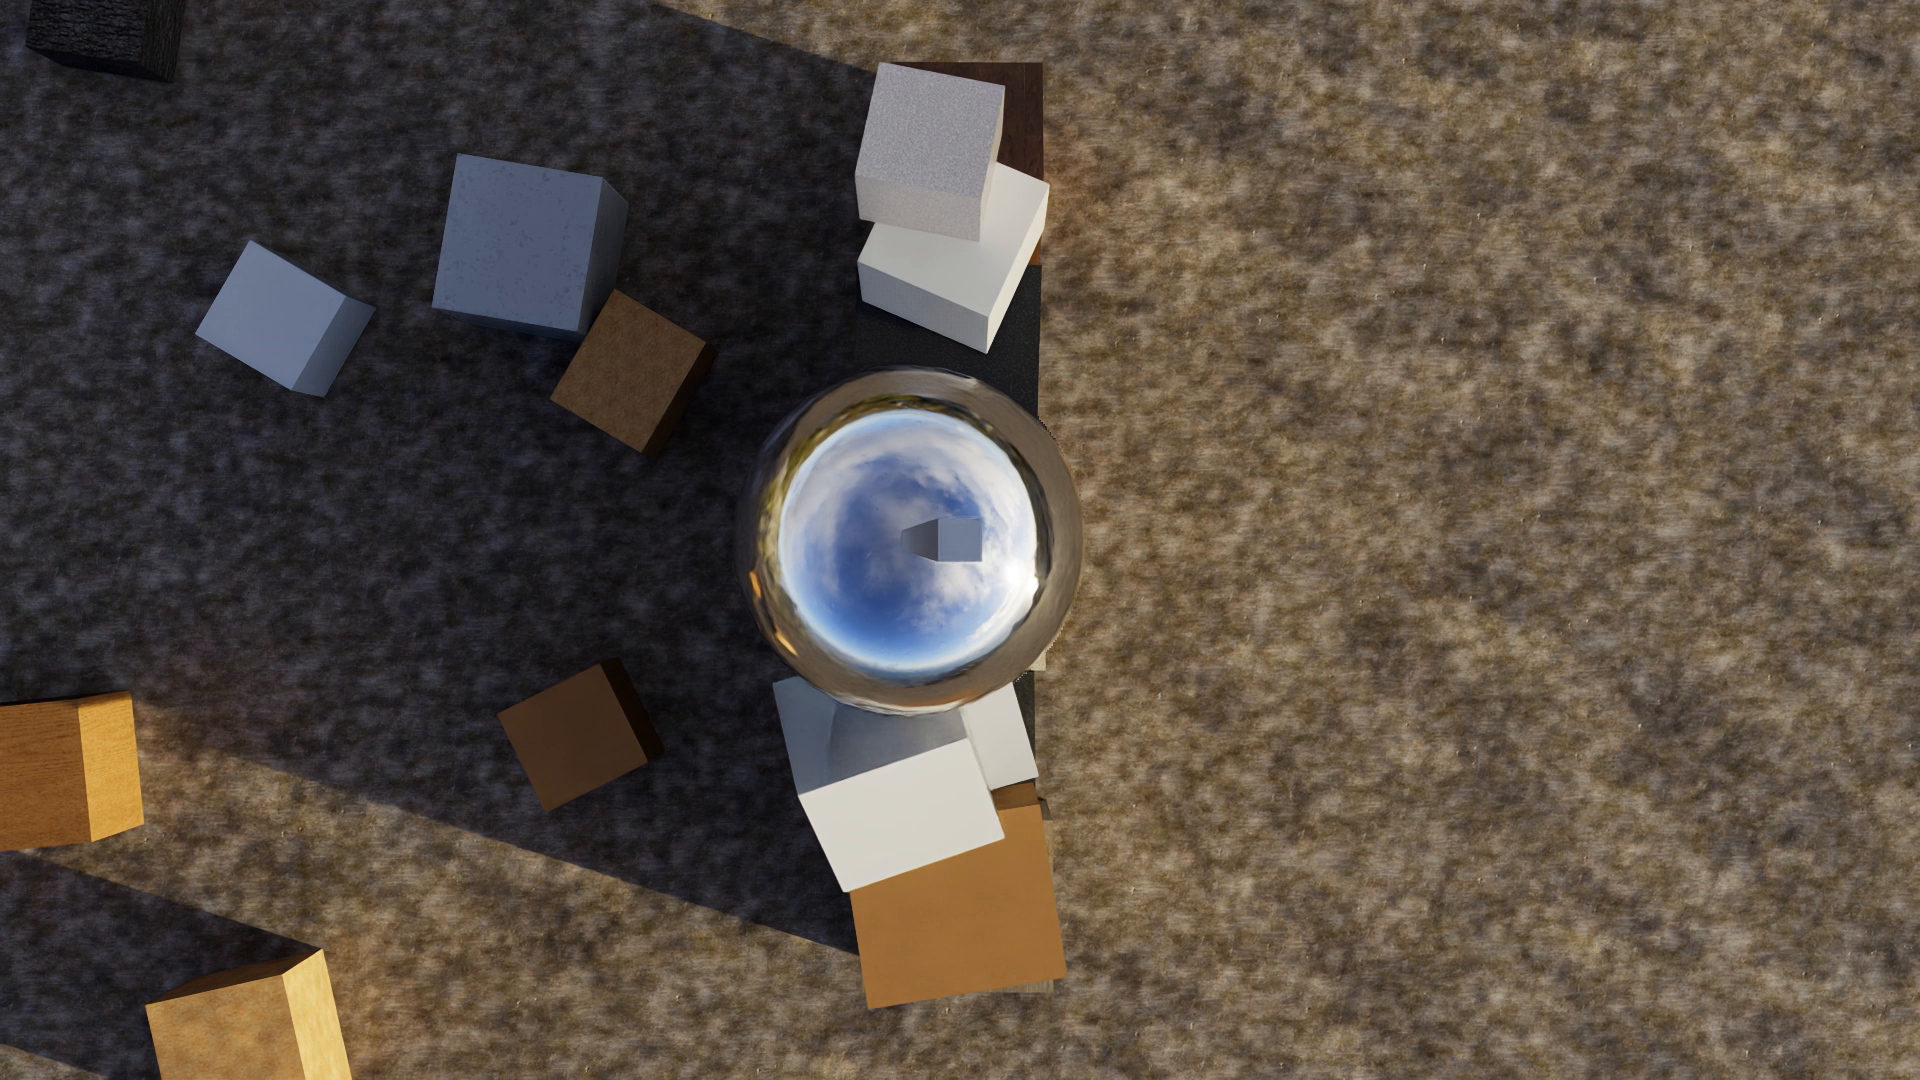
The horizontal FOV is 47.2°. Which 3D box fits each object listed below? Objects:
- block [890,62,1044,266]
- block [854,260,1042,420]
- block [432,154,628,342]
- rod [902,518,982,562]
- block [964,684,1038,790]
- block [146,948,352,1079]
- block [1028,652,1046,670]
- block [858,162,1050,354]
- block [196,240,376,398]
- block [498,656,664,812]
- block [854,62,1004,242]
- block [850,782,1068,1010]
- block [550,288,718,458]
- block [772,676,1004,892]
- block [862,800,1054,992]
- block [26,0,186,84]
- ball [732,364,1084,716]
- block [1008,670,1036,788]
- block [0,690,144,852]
[{"bbox_3d":[0.032,-1.952,11.725,0.794,0.854,0.834,0,69,0],"label":"block"},{"bbox_3d":[-0.067,-0.922,11.612,0.935,0.985,0.961,2,90,0],"label":"block"},{"bbox_3d":[-2.427,-1.632,12.527,0.810,0.947,0.857,10,90,0],"label":"block"},{"bbox_3d":[-0.101,0.000,6.609,0.080,5.200,0.080,0,90,-2],"label":"rod"},{"bbox_3d":[-0.183,0.876,11.693,0.947,0.879,0.962,-16,90,0],"label":"block"},{"bbox_3d":[-4.059,2.907,12.614,0.781,0.772,0.831,-13,90,0],"label":"block"},{"bbox_3d":[0.003,0.291,12.585,0.941,0.831,0.861,0,90,0],"label":"block"},{"bbox_3d":[-0.031,-1.454,10.802,0.684,0.643,0.724,24,80,4],"label":"block"},{"bbox_3d":[-3.876,-1.265,12.680,0.627,0.639,0.613,30,90,0],"label":"block"},{"bbox_3d":[-2.168,1.108,12.651,0.642,0.698,0.618,-26,90,0],"label":"block"},{"bbox_3d":[-0.136,-1.795,10.232,0.581,0.603,0.552,11,79,2],"label":"block"},{"bbox_3d":[-0.030,1.840,11.535,1.013,1.006,0.880,-9,90,0],"label":"block"},{"bbox_3d":[-1.863,-0.950,12.665,0.598,0.669,0.720,30,90,0],"label":"block"},{"bbox_3d":[-0.347,1.076,10.714,0.832,0.733,0.794,-19,134,0],"label":"block"},{"bbox_3d":[-0.015,2.007,12.519,1.050,0.962,0.941,0,90,0],"label":"block"},{"bbox_3d":[-4.922,-3.083,12.727,0.654,0.547,0.678,9,90,0],"label":"block"},{"bbox_3d":[-0.233,0.000,10.007,1.600,1.600,1.600,0,90,0],"label":"ball"},{"bbox_3d":[-0.006,1.127,12.566,0.841,0.868,0.794,0,90,0],"label":"block"},{"bbox_3d":[-5.264,1.321,12.608,0.807,0.785,0.799,-6,90,0],"label":"block"}]
